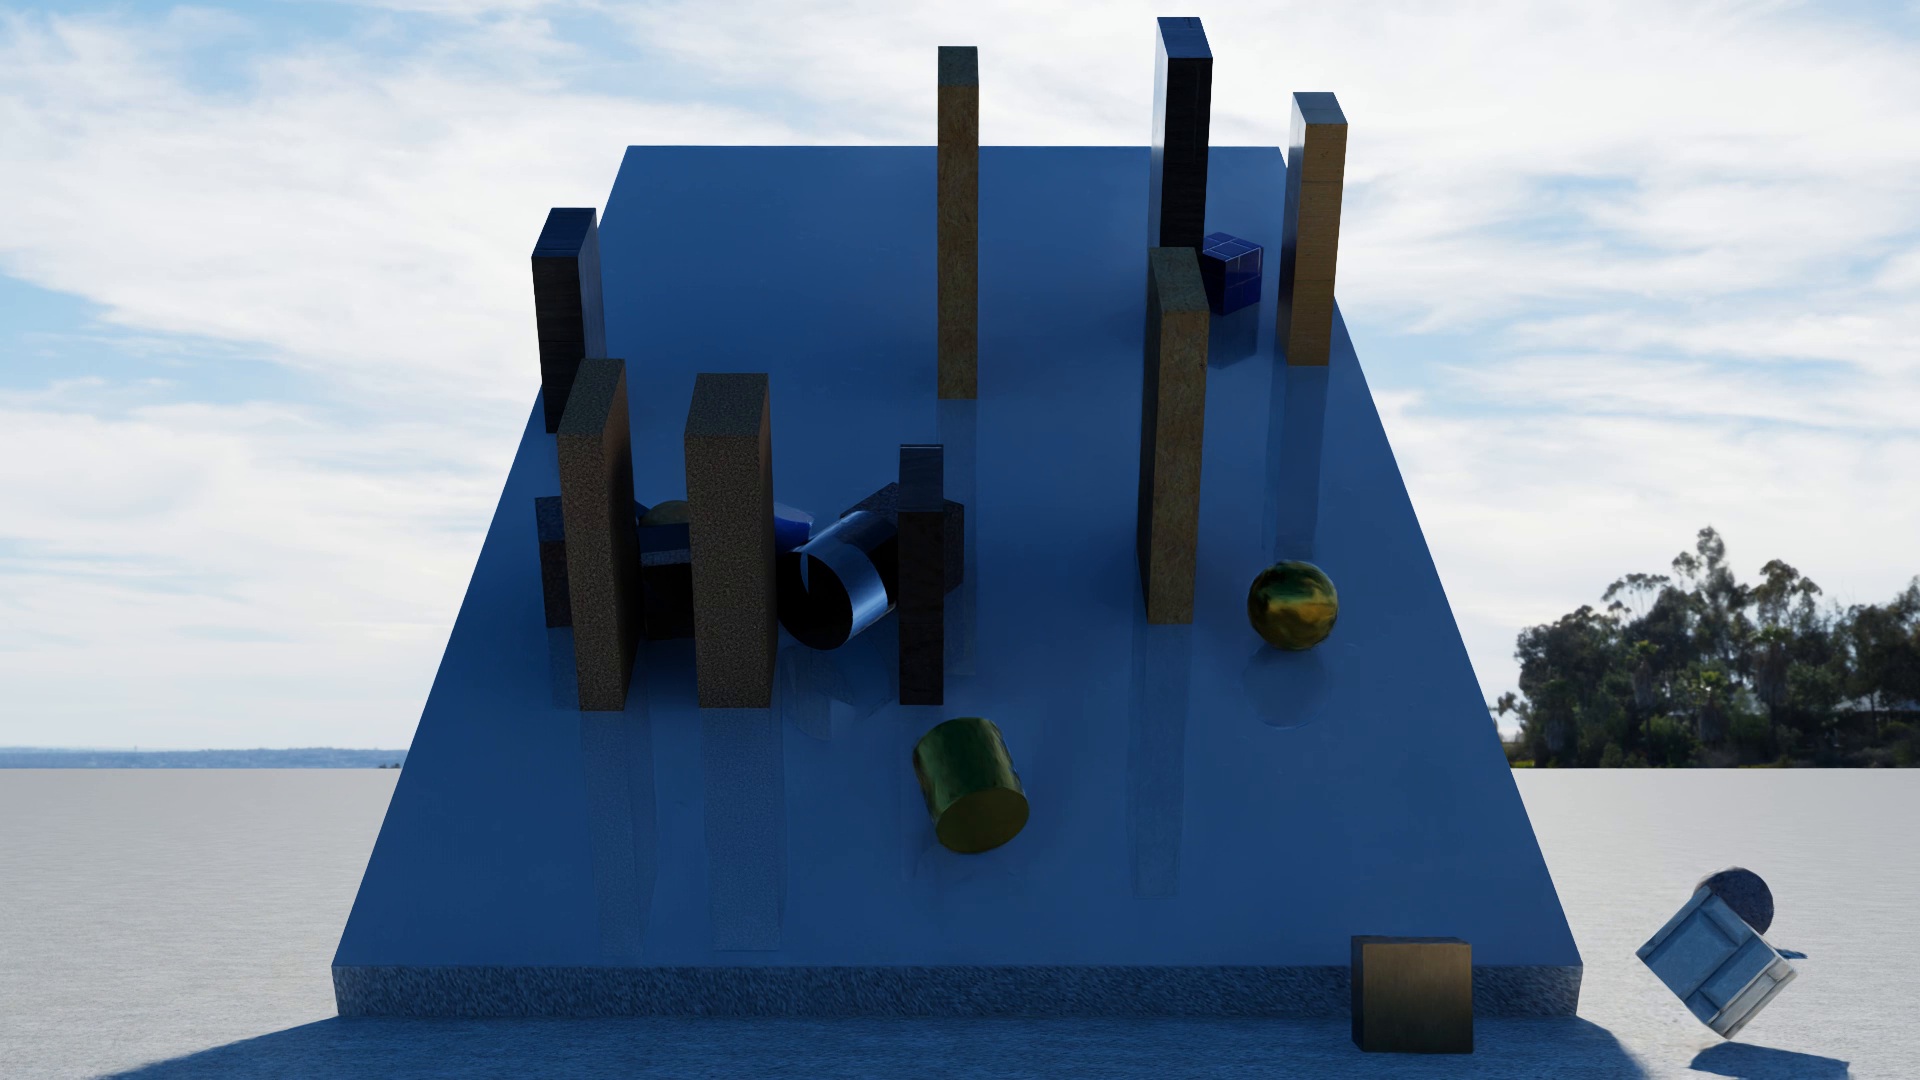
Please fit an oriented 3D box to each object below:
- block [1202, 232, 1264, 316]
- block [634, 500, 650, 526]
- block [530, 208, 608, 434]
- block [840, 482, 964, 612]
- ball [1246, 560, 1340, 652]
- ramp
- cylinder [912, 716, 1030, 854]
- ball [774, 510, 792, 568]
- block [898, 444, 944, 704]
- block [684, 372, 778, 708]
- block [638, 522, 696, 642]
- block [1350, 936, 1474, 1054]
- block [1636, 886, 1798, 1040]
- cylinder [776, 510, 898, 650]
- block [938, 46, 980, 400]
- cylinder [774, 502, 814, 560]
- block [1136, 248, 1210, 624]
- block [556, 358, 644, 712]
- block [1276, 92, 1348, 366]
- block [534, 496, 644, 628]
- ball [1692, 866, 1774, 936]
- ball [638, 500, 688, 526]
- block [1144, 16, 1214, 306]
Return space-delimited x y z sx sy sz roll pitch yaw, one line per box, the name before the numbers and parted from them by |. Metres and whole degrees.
block | 0.679 -0.693 6.217 0.151 0.151 0.151 -25 37 -38
block | -0.713 -0.013 4.984 0.110 0.110 0.110 -23 36 -36
block | -0.907 -0.515 5.573 0.105 0.436 0.316 0 28 0
block | -0.117 0.018 4.858 0.179 0.179 0.179 18 33 30
ball | 0.649 0.128 4.658 0.179 0.179 0.179 0 -5 0
ramp | -0.012 -0.221 5.599 2.000 0.100 4.000 0 28 0
cylinder | 0.018 0.416 4.060 0.163 0.163 0.163 -11 -45 -11
ball | -0.423 -0.001 4.920 0.151 0.151 0.151 0 -5 0
block | -0.072 0.064 4.528 0.082 0.410 0.279 0 28 0
block | -0.424 0.002 4.474 0.132 0.568 0.269 0 28 0
block | -0.548 0.080 4.752 0.168 0.168 0.168 -5 29 -10
block | 0.648 0.653 3.438 0.152 0.152 0.152 0 -5 3
block | 1.104 0.618 3.483 0.142 0.142 0.142 49 9 36
cylinder | -0.231 0.079 4.712 0.210 0.210 0.210 -4 20 40
block | -0.006 -0.748 5.659 0.094 0.772 0.304 0 28 0
cylinder | -0.381 0.008 4.776 0.143 0.143 0.143 16 11 -3
block | 0.420 -0.206 4.754 0.090 0.676 0.324 0 28 0
block | -0.672 -0.010 4.488 0.082 0.575 0.329 0 28 0
block | 0.858 -0.760 5.847 0.100 0.619 0.243 0 28 0
block | -0.746 0.036 4.804 0.194 0.194 0.194 -5 29 -10
ball | 1.728 0.817 5.341 0.177 0.177 0.177 0 -5 0
ball | -0.581 0.002 4.897 0.168 0.168 0.168 0 -5 0
block | 0.537 -0.872 5.907 0.106 0.759 0.344 0 28 0
